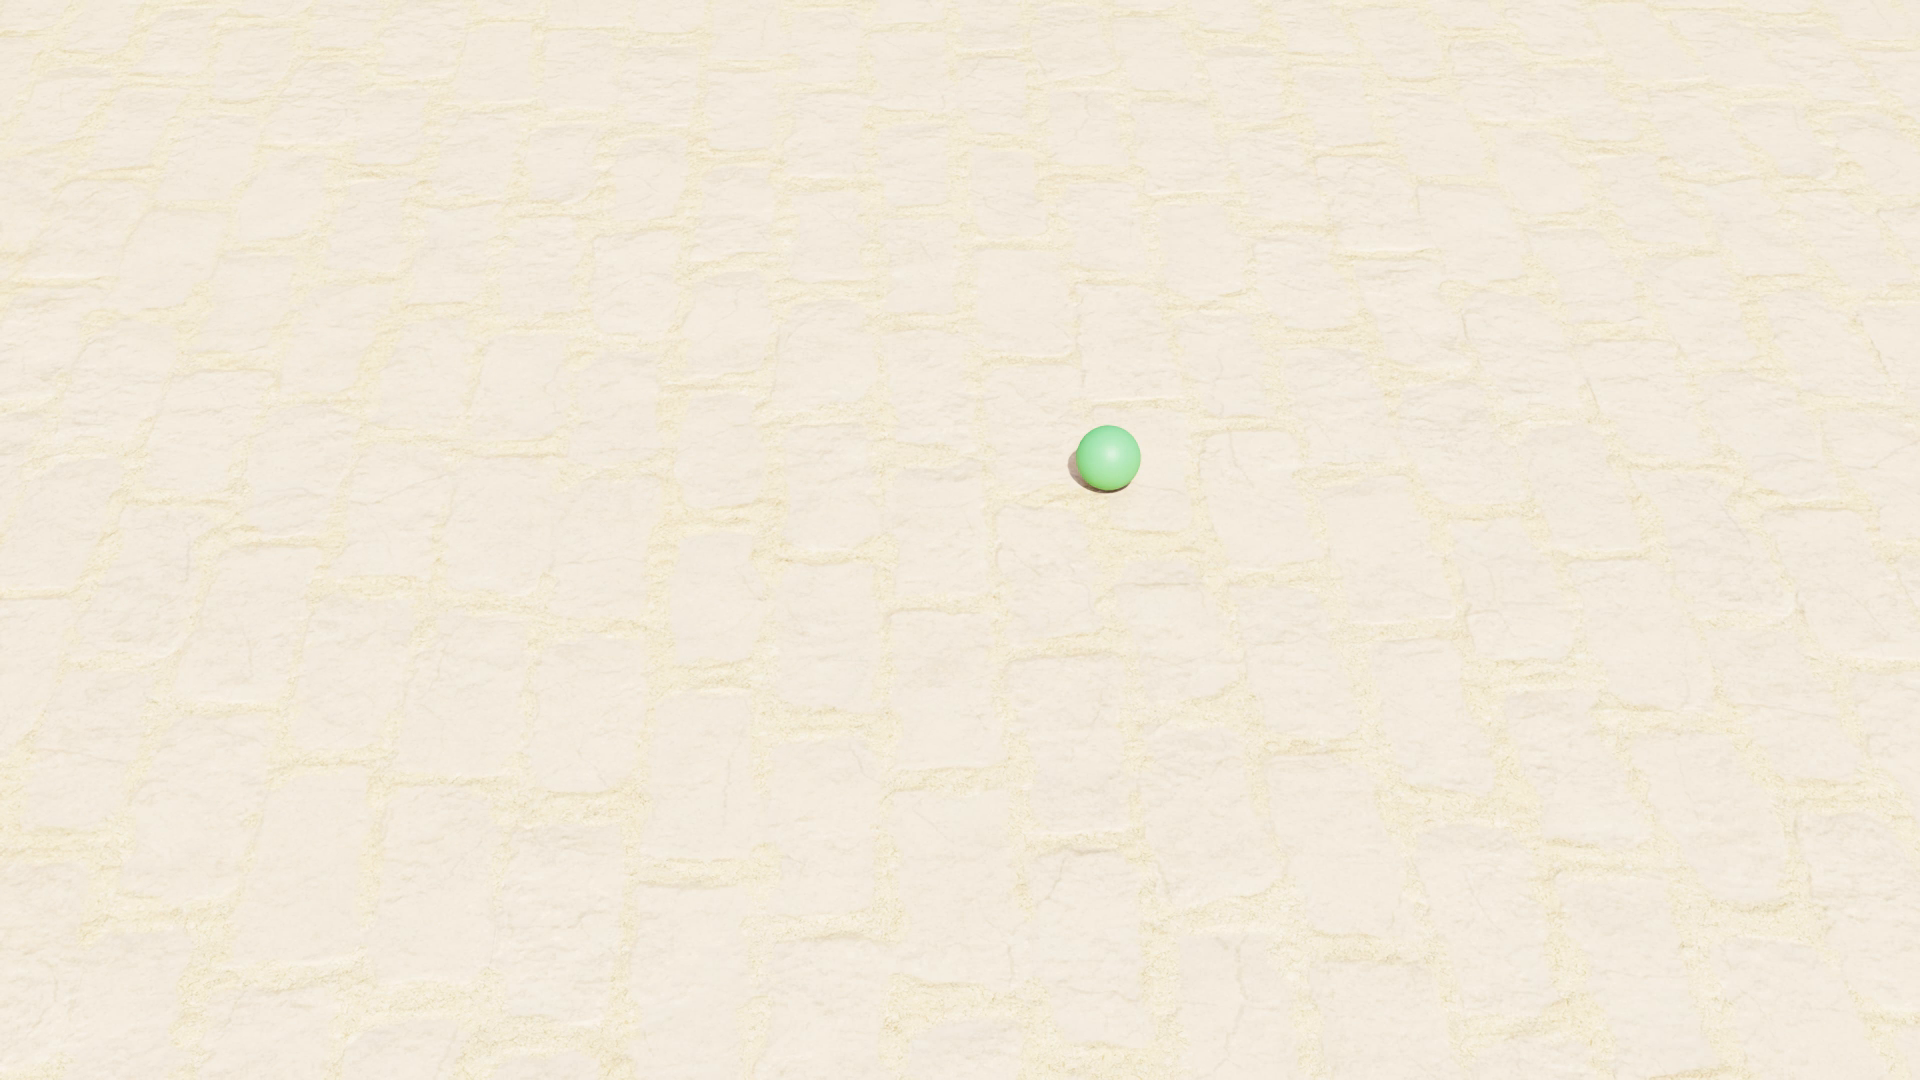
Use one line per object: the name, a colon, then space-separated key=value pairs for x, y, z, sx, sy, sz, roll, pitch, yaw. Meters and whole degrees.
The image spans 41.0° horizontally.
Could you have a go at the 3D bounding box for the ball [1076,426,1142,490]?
ball: x=0.098 y=-0.054 z=1.697 sx=0.043 sy=0.043 sz=0.043 roll=0 pitch=36 yaw=0
